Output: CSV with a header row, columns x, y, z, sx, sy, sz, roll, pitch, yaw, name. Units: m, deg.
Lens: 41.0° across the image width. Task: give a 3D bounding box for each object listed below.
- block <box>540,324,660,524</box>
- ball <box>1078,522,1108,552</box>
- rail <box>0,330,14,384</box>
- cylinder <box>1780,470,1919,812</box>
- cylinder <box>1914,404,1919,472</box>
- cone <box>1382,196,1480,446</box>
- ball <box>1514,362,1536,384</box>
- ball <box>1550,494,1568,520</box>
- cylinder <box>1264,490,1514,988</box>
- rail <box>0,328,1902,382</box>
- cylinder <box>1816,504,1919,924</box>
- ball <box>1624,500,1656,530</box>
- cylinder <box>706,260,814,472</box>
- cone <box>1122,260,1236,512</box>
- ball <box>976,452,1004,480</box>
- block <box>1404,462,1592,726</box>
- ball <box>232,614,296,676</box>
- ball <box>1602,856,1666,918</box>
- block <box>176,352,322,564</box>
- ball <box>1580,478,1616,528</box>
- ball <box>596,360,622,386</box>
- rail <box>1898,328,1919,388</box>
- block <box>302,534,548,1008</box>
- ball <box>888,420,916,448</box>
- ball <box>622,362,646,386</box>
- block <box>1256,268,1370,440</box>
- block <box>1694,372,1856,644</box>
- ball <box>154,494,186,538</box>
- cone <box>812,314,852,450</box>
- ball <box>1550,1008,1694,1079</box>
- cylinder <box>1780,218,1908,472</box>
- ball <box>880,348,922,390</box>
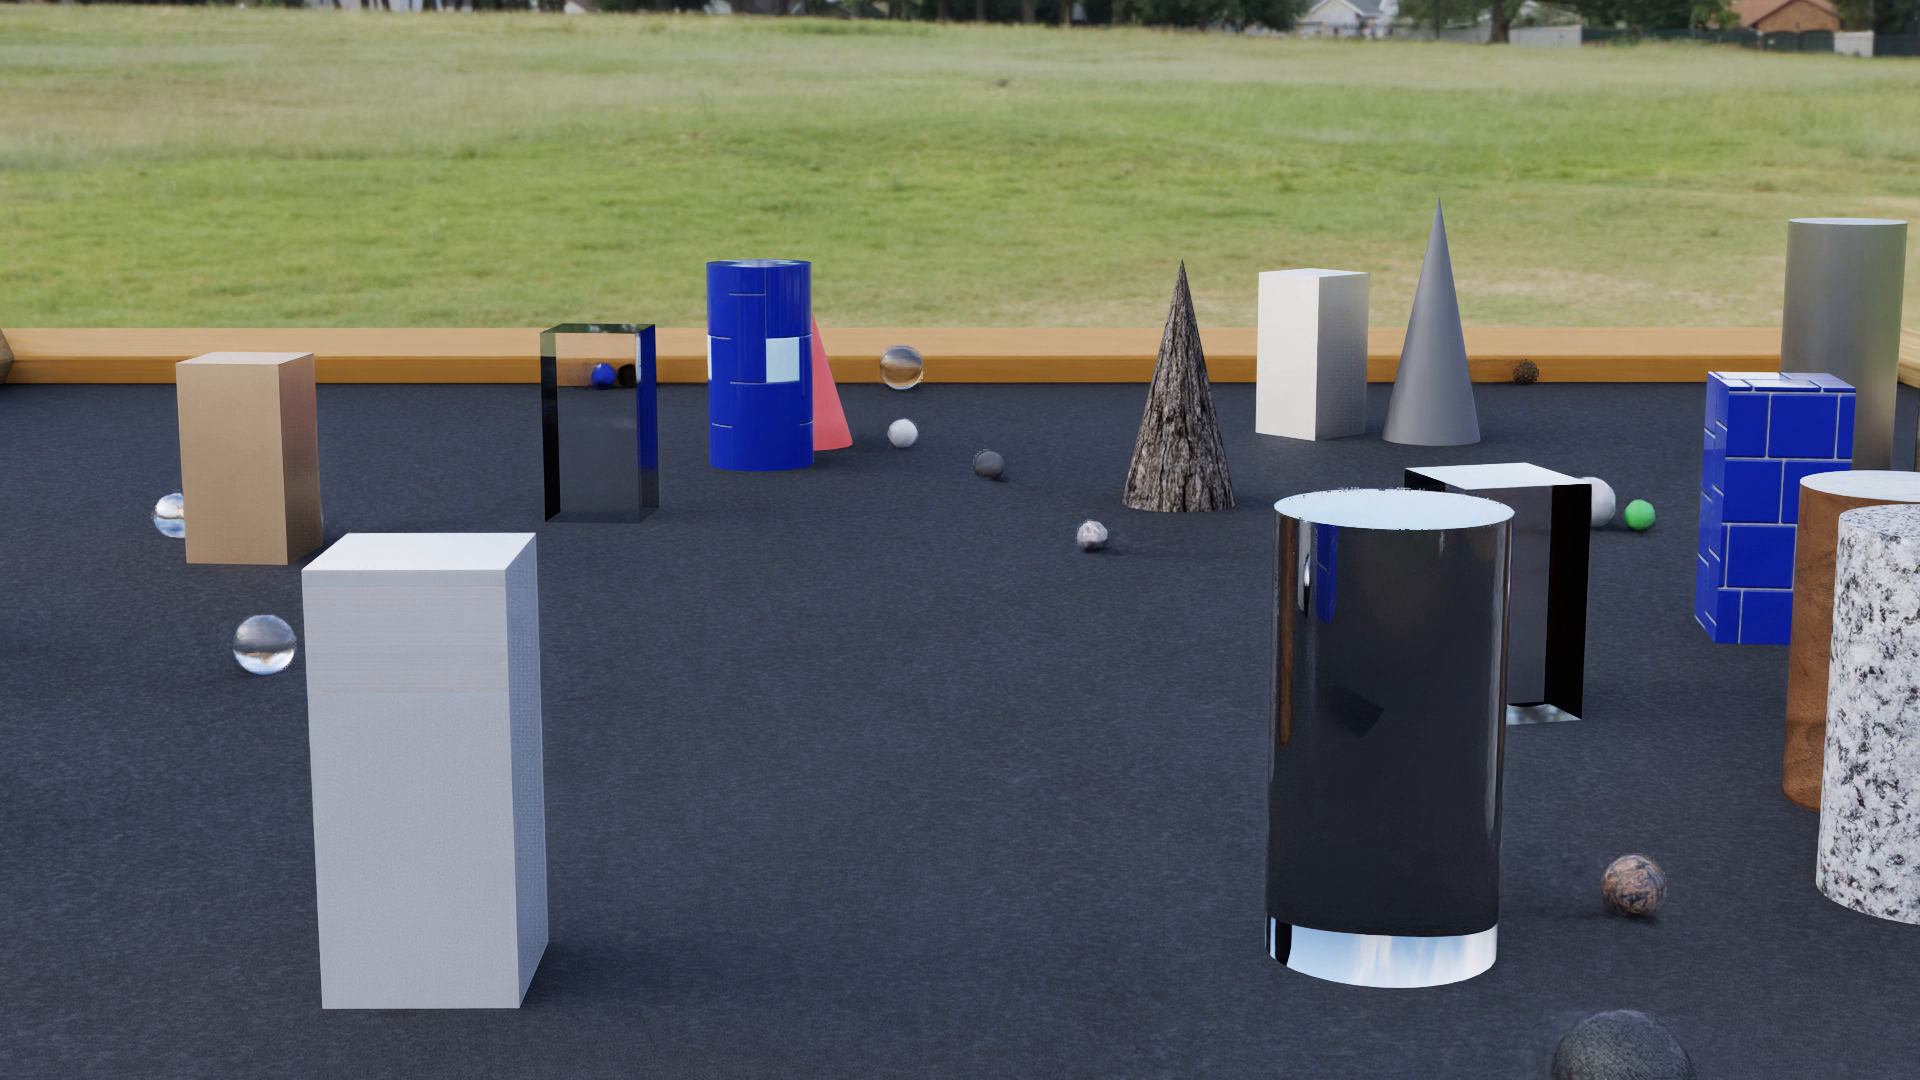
x,y,z,sx,sy,sz,roll,pitch,yaw,name
-0.583,-0.191,4.161,0.153,0.305,0.153,1,11,5,block
0.200,-0.005,3.869,0.047,0.047,0.047,0,11,0,ball
-2.166,0.034,3.437,0.045,0.125,5.012,0,11,0,rail
0.925,0.103,2.547,0.192,0.317,0.192,0,11,0,cylinder
1.575,-0.237,3.935,0.192,0.479,0.192,0,11,0,cylinder
0.925,-0.432,4.995,0.192,0.474,0.192,0,11,0,cone
1.293,-0.381,5.874,0.052,0.052,0.052,0,11,0,ball
0.973,-0.053,4.132,0.044,0.044,0.044,0,11,0,ball
0.350,0.157,2.107,0.192,0.371,0.192,0,11,0,cylinder
-0.014,-0.422,5.890,4.380,0.125,0.045,0,11,0,rail
0.862,0.149,2.251,0.192,0.334,0.192,0,11,0,cylinder
1.071,-0.039,4.042,0.049,0.049,0.049,0,11,0,ball
-0.366,-0.323,4.696,0.192,0.368,0.192,0,11,0,cylinder
0.367,-0.265,4.268,0.192,0.411,0.192,0,11,0,cone
0.053,-0.132,4.540,0.050,0.050,0.050,0,11,0,ball
0.604,0.060,2.910,0.153,0.269,0.153,-3,11,-15,block
-0.838,0.126,3.090,0.073,0.073,0.073,0,11,0,ball
0.582,0.299,2.215,0.053,0.053,0.053,0,11,0,ball
-1.057,-0.124,3.826,0.153,0.296,0.153,1,11,5,block
0.997,-0.059,4.059,0.082,0.082,0.082,0,11,0,ball
-0.800,-0.381,5.856,0.058,0.058,0.058,0,11,0,ball
2.166,0.030,3.461,0.045,0.125,5.012,0,11,0,rail
-0.421,0.180,2.046,0.153,0.349,0.153,0,11,-1,block
-0.110,-0.204,4.910,0.056,0.056,0.056,0,11,0,ball
-0.743,-0.380,5.858,0.056,0.056,0.056,0,11,0,ball
0.699,-0.370,5.087,0.153,0.319,0.153,-9,14,-41,block
1.045,-0.043,3.299,0.153,0.329,0.153,1,11,6,block
-1.216,-0.037,3.981,0.069,0.069,0.069,0,11,0,ball
-0.303,-0.345,4.943,0.192,0.322,0.192,0,11,0,cone
0.449,0.366,1.741,0.095,0.095,0.095,0,11,0,ball
1.503,-0.313,4.386,0.192,0.462,0.192,0,11,0,cylinder
-0.132,-0.387,5.786,0.096,0.096,0.096,0,11,0,ball
